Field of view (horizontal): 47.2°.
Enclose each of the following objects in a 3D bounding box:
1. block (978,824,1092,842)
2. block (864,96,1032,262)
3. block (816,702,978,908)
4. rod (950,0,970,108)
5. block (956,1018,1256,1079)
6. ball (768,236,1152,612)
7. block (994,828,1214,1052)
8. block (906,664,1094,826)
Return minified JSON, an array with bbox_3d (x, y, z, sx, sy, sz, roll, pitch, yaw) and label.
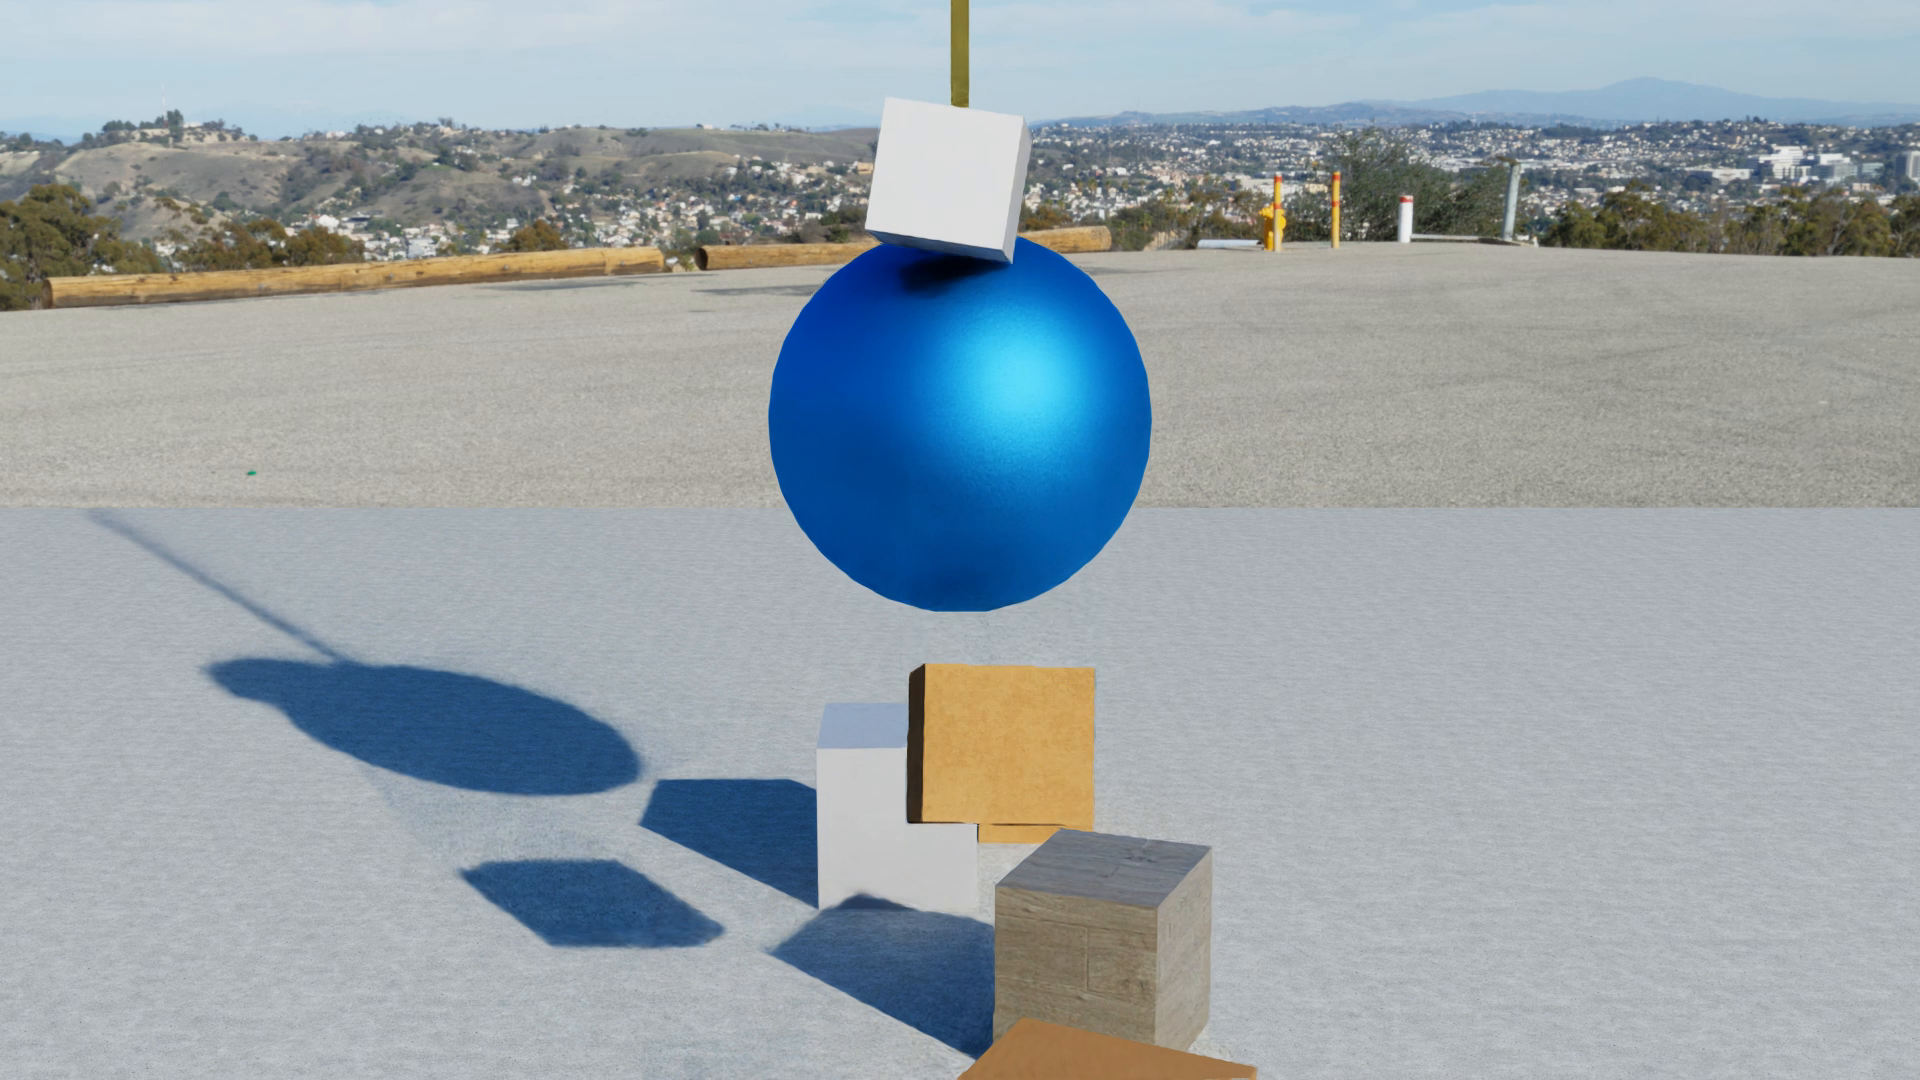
[{"bbox_3d":[0.381,1.199,11.394,0.577,0.564,0.625,0,10,-1],"label":"block"},{"bbox_3d":[-0.036,-1.367,8.395,0.519,0.495,0.519,9,3,5],"label":"block"},{"bbox_3d":[-0.292,1.255,10.518,0.734,0.767,0.831,0,10,0],"label":"block"},{"bbox_3d":[0.000,-3.863,9.643,0.080,5.200,0.080,0,-8,0],"label":"rod"},{"bbox_3d":[0.362,1.980,6.441,0.758,0.769,0.816,7,12,23],"label":"block"},{"bbox_3d":[0.000,-0.497,9.162,1.600,1.600,1.600,0,10,0],"label":"ball"},{"bbox_3d":[0.568,1.623,8.588,0.641,0.734,0.761,4,11,21],"label":"block"},{"bbox_3d":[0.134,0.728,7.720,0.585,0.534,0.500,2,-8,-7],"label":"block"}]
